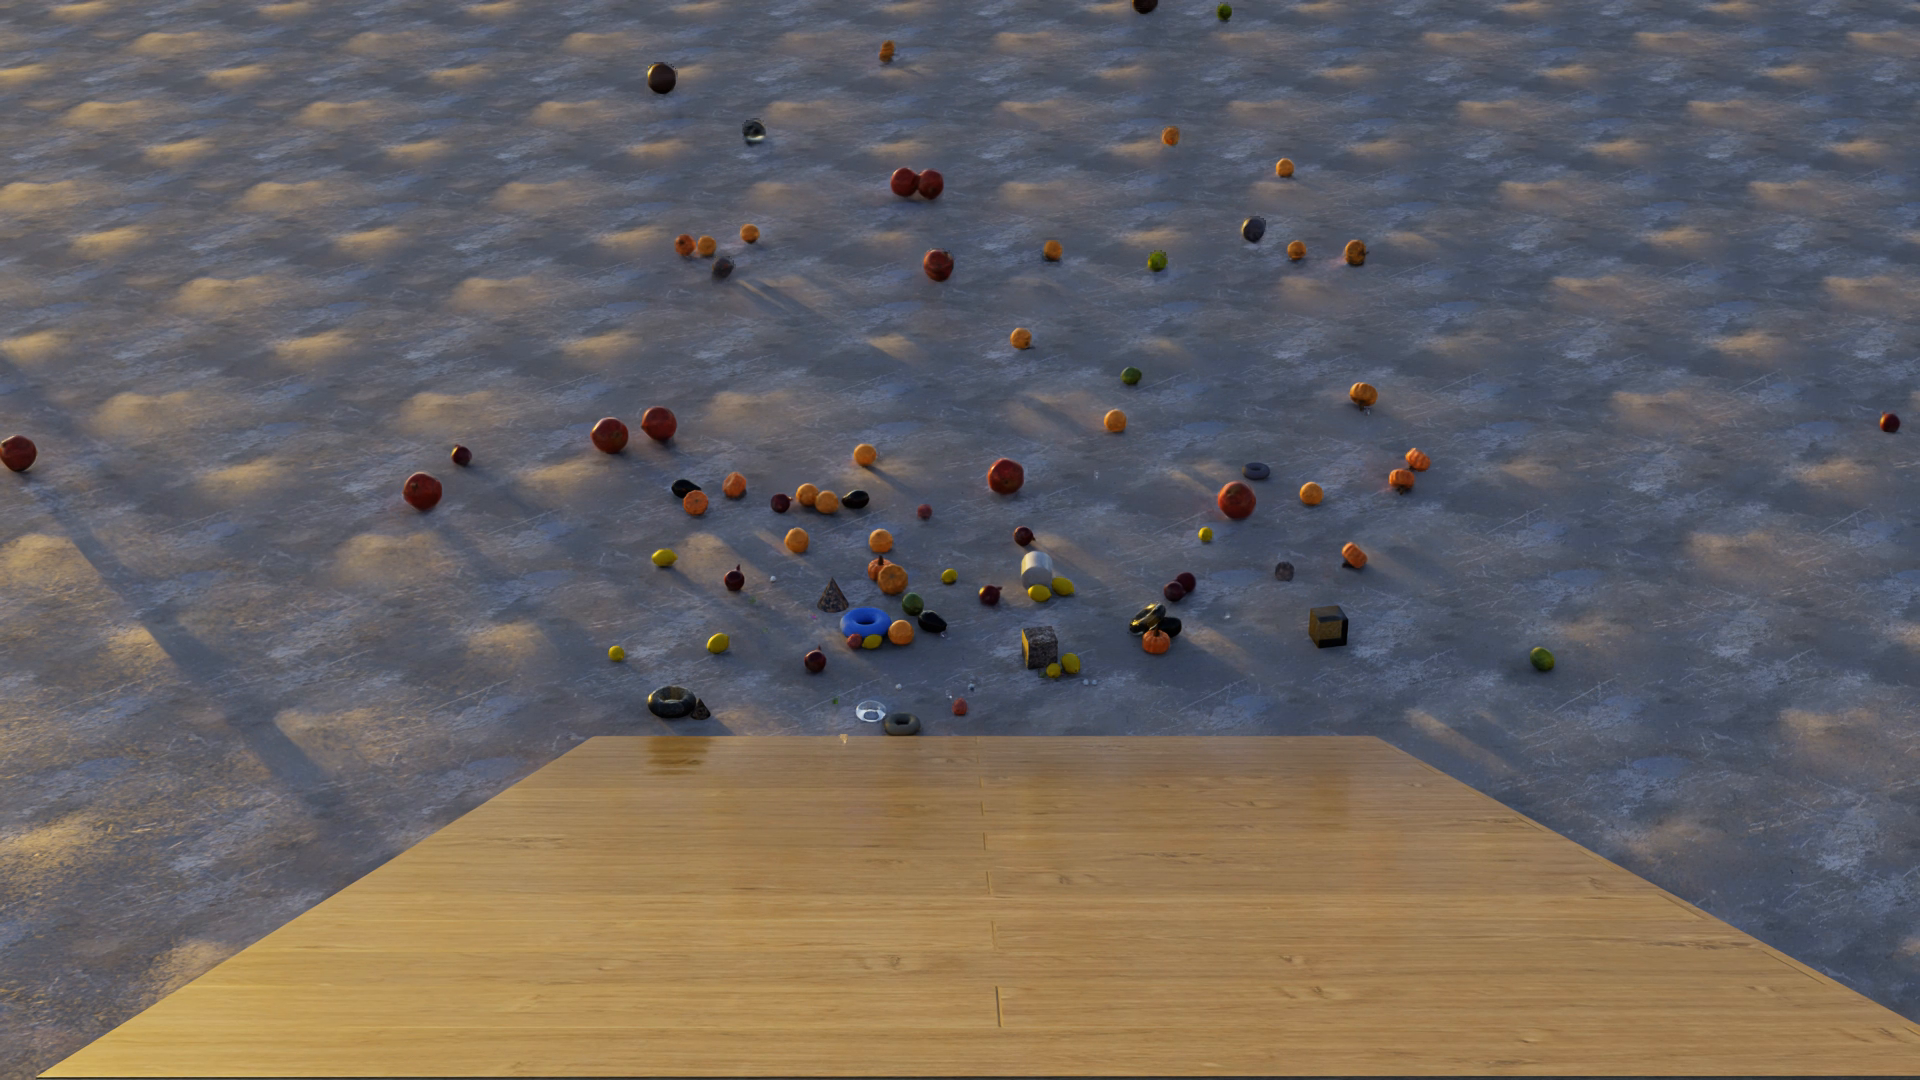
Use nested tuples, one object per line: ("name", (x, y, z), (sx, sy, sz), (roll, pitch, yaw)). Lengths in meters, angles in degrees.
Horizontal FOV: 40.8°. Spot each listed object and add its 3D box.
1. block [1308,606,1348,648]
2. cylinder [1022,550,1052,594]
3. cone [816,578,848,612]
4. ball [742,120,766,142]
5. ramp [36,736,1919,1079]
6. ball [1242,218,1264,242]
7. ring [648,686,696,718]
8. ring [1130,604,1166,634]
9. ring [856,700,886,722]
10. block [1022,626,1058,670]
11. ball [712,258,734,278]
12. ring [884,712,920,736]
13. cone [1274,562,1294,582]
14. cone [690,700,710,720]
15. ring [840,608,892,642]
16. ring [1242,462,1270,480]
("block", (1.026, 0.242, 7.196), (0.082, 0.082, 0.082), (-6, 29, -11))
("cylinder", (0.222, 0.093, 7.464), (0.090, 0.090, 0.090), (1, 28, 1))
("cone", (-0.363, 0.145, 7.367), (0.092, 0.092, 0.092), (0, 28, 0))
("ball", (-0.861, -1.707, 10.803), (0.093, 0.093, 0.093), (0, 28, 0))
("ramp", (0.064, 0.572, 4.614), (2.000, 0.100, 4.000), (0, 1, 0))
("ball", (1.116, -1.181, 9.833), (0.088, 0.088, 0.088), (0, 28, 0))
("ring", (-0.768, 0.432, 6.885), (0.131, 0.044, 0.131), (1, 27, -1))
("ring", (0.525, 0.221, 7.237), (0.118, 0.039, 0.118), (-36, 11, 8))
("ring", (-0.236, 0.454, 6.860), (0.083, 0.028, 0.083), (1, 28, -1))
("block", (0.219, 0.296, 7.097), (0.082, 0.082, 0.082), (-5, 29, -9))
("ball", (-0.874, -1.003, 9.513), (0.077, 0.077, 0.077), (0, 28, 0))
("ring", (-0.152, 0.486, 6.796), (0.097, 0.032, 0.097), (-1, 29, 1))
("cone", (0.952, 0.092, 7.534), (0.058, 0.058, 0.058), (10, 3, 18))
("cone", (-0.689, 0.441, 6.857), (0.053, 0.053, 0.053), (0, 28, 0))
("ring", (-0.264, 0.237, 7.243), (0.145, 0.048, 0.145), (-1, 29, 0))
("ring", (0.929, -0.216, 8.104), (0.086, 0.029, 0.086), (-1, 28, 1))
